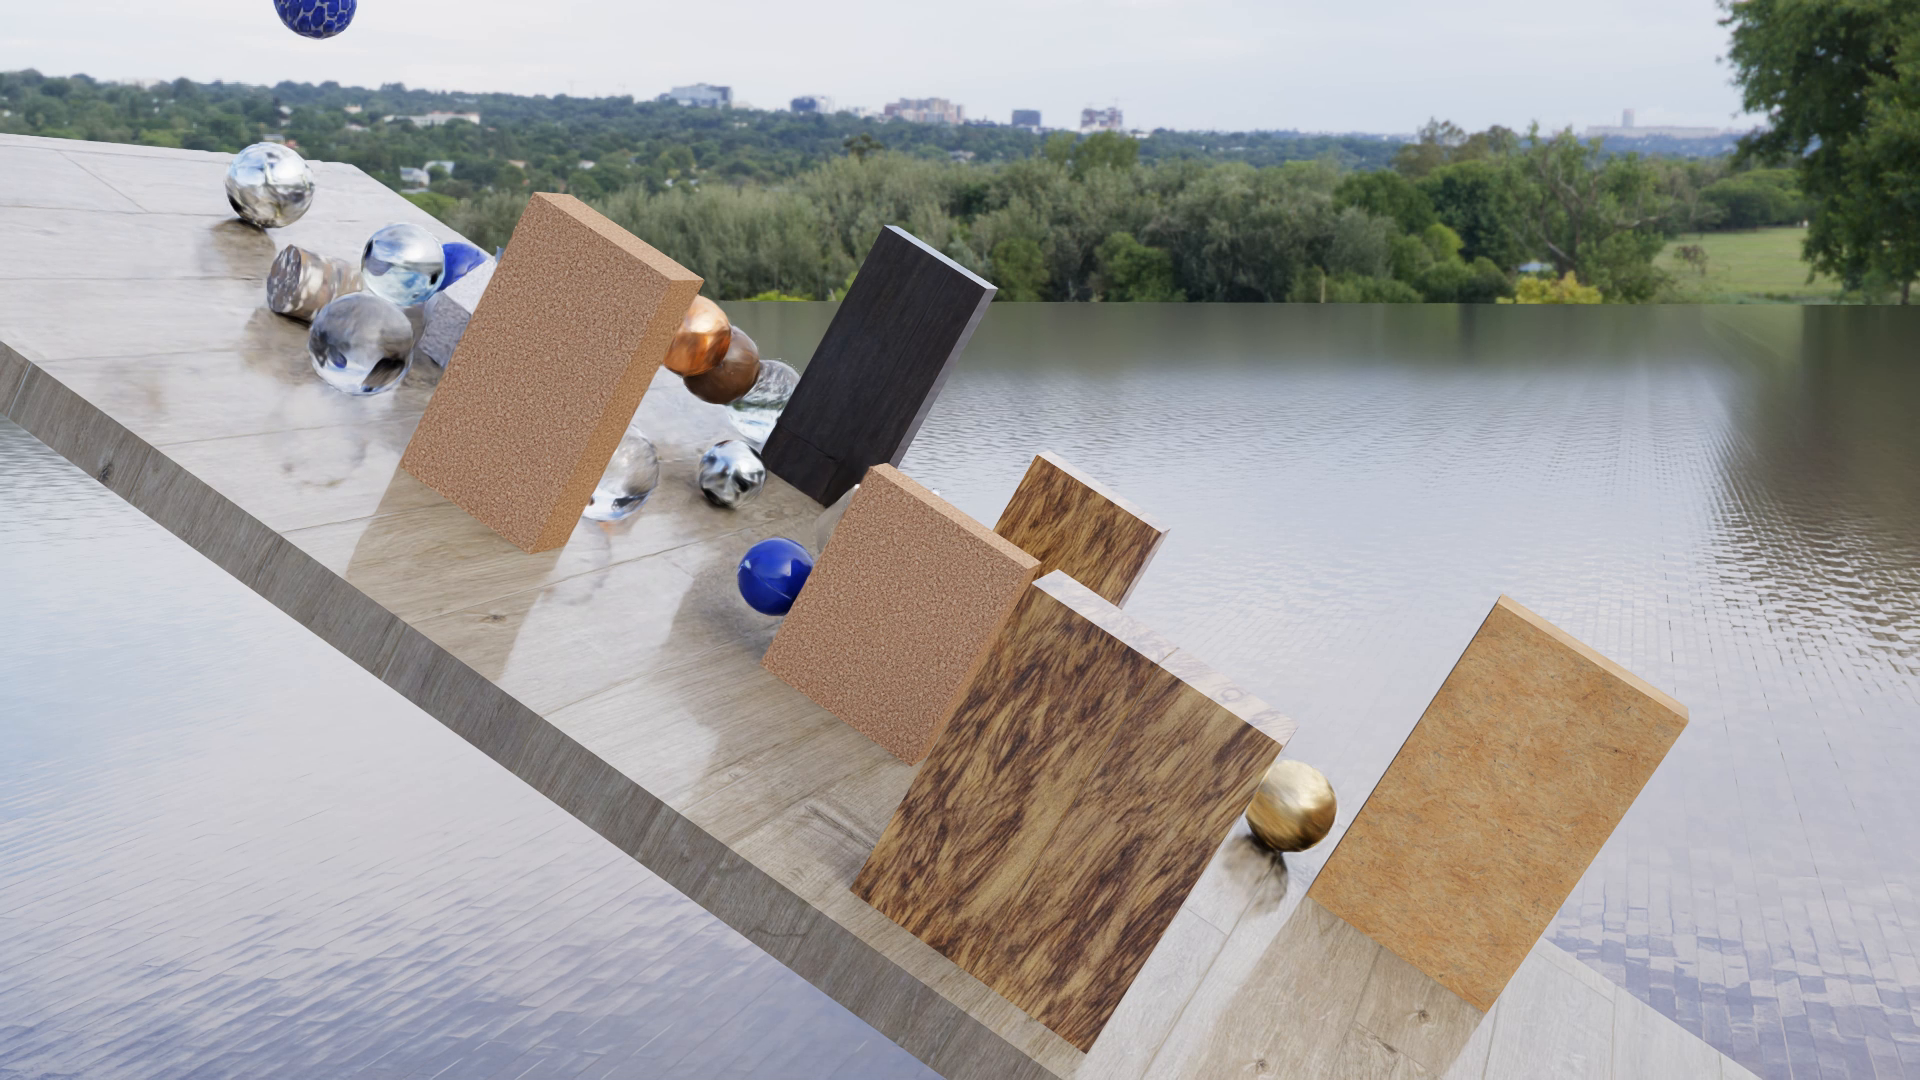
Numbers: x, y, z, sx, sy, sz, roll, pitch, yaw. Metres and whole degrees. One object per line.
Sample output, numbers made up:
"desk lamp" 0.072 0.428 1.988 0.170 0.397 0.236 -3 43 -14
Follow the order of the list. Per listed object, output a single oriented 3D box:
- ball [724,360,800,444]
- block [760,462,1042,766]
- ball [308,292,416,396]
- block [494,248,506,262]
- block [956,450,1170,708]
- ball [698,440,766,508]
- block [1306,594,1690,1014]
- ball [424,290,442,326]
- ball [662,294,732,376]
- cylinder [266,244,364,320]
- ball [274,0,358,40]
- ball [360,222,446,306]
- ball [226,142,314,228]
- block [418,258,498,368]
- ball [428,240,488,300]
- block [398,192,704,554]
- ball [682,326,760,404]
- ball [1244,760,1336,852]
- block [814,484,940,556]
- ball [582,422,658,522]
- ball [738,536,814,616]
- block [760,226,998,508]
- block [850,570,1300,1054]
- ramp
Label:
"ball" -0.445 -0.319 5.063 0.193 0.193 0.193 0 7 0
"block" -0.105 0.128 3.797 0.324 0.407 0.089 33 15 11
"ball" -1.077 -0.352 3.961 0.187 0.187 0.187 0 7 0
"block" -0.905 -0.504 4.649 0.153 0.153 0.153 8 -25 8
"block" 0.147 0.118 4.137 0.274 0.498 0.087 33 15 11
"ball" -0.467 -0.136 4.512 0.140 0.140 0.140 0 7 0
"block" 1.015 0.499 4.179 0.400 0.678 0.134 33 15 11
"ball" -1.048 -0.461 4.531 0.113 0.113 0.113 0 7 0
"ball" -0.583 -0.443 4.750 0.177 0.177 0.177 0 7 0
"cylinder" -1.233 -0.484 4.203 0.130 0.130 0.130 14 -5 -43
"ball" -1.328 -1.116 4.528 0.167 0.167 0.167 0 7 0
"ball" -1.158 -0.573 4.576 0.172 0.172 0.172 0 7 0
"ball" -1.436 -0.738 4.578 0.177 0.177 0.177 0 7 0
"block" -0.941 -0.422 4.364 0.162 0.162 0.162 38 41 2
"ball" -1.079 -0.563 4.722 0.157 0.157 0.157 0 7 0
"block" -0.701 -0.285 3.762 0.289 0.538 0.132 33 15 11
"ball" -0.538 -0.394 4.919 0.181 0.181 0.181 0 7 0
"ball" 0.656 0.530 4.371 0.182 0.182 0.182 0 7 0
"block" -0.151 0.018 4.274 0.182 0.182 0.182 4 -24 -30
"ball" -0.650 -0.130 4.031 0.194 0.194 0.194 0 7 0
"ball" -0.324 0.065 3.892 0.140 0.140 0.140 0 7 0
"block" -0.188 -0.364 4.882 0.271 0.607 0.090 33 15 11
"block" 0.162 0.388 3.177 0.415 0.540 0.150 33 15 11
"ramp" -0.177 0.291 4.124 4.000 0.100 2.000 33 15 11
